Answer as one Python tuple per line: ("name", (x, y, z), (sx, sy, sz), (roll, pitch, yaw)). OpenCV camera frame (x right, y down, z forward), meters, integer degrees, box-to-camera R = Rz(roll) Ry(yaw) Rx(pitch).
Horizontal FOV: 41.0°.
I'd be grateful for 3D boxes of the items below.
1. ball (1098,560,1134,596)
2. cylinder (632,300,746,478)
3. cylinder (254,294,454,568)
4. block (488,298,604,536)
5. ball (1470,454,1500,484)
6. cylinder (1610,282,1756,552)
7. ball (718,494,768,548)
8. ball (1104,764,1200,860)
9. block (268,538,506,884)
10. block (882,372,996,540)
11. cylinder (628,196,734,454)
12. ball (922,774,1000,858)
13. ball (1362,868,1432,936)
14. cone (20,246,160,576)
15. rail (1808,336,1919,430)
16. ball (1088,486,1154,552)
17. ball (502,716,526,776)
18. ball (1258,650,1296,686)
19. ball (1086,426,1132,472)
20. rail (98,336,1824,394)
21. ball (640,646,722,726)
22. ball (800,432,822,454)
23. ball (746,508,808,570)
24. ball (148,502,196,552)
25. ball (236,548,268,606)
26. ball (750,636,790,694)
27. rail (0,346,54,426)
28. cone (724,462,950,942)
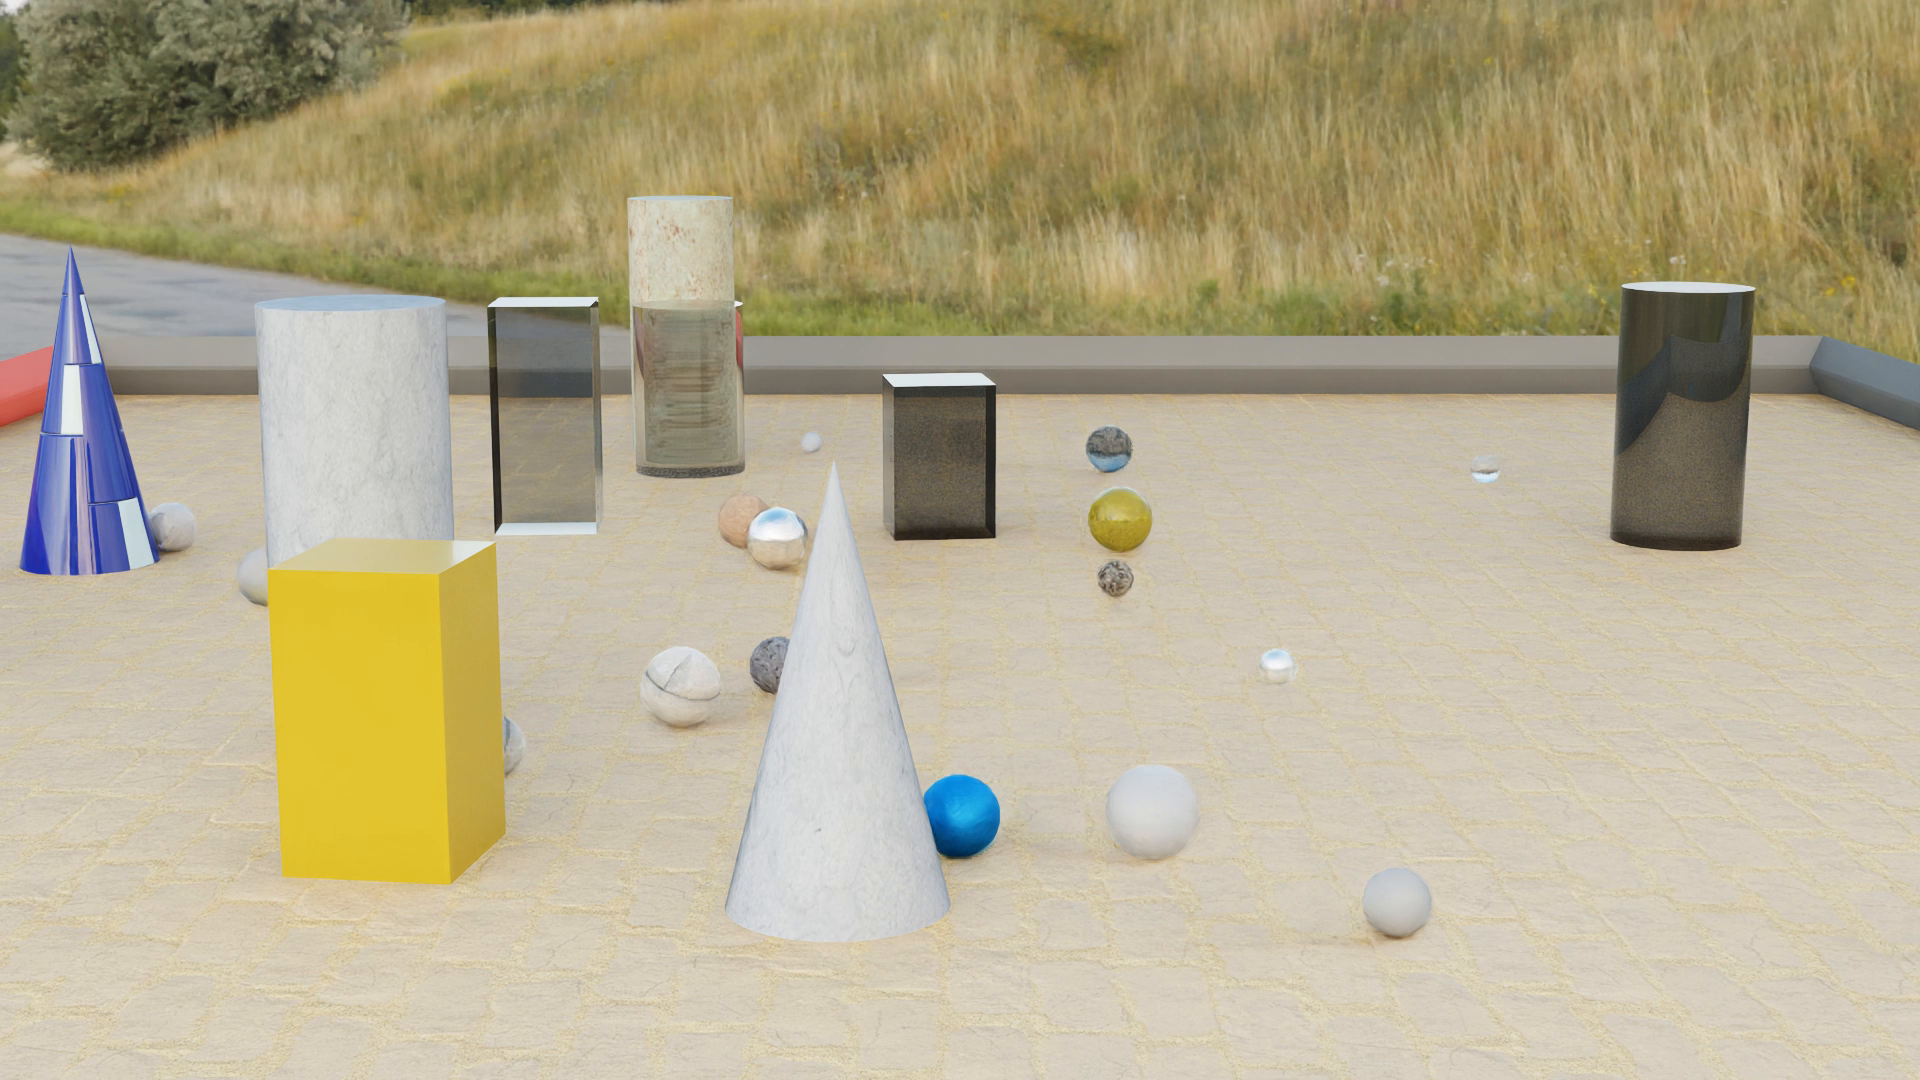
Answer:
("ball", (0.216, 0.054, 3.558), (0.050, 0.050, 0.050), (0, 10, 0))
("cylinder", (-0.491, -0.276, 4.649), (0.198, 0.302, 0.198), (0, 10, 0))
("cylinder", (-0.647, -0.017, 2.769), (0.198, 0.478, 0.198), (0, 10, 0))
("block", (-0.657, -0.199, 4.080), (0.159, 0.359, 0.159), (-1, 11, -3))
("ball", (0.926, -0.126, 4.524), (0.052, 0.052, 0.052), (0, 10, 0))
("cylinder", (1.113, -0.194, 3.956), (0.198, 0.392, 0.198), (0, 10, 0))
("ball", (-0.328, -0.029, 3.912), (0.084, 0.084, 0.084), (0, 10, 0))
("ball", (0.179, 0.252, 2.380), (0.089, 0.089, 0.089), (0, 10, 0))
("block", (-0.526, 0.154, 2.373), (0.159, 0.285, 0.159), (1, 11, 8))
("block", (-0.034, -0.133, 4.046), (0.159, 0.241, 0.159), (-1, 11, -8))
("cylinder", (-0.526, -0.406, 4.865), (0.198, 0.480, 0.198), (0, 10, 0))
("ball", (-0.001, 0.257, 2.389), (0.077, 0.077, 0.077), (0, 10, 0))
("ball", (0.370, 0.307, 2.172), (0.058, 0.058, 0.058), (0, 10, 0))
("cone", (-1.291, -0.199, 3.765), (0.198, 0.473, 0.198), (0, 10, 0))
("rail", (1.926, 0.031, 3.460), (0.045, 0.129, 4.674), (0, 10, 0))
("ball", (0.243, -0.032, 3.887), (0.099, 0.099, 0.099), (0, 10, 0))
("ball", (-0.483, 0.213, 2.652), (0.067, 0.067, 0.067), (0, 10, 0))
("ball", (0.377, 0.151, 3.050), (0.043, 0.043, 0.043), (0, 10, 0))
("ball", (0.271, -0.166, 4.650), (0.085, 0.085, 0.085), (0, 10, 0))
("rail", (-0.013, -0.388, 5.723), (3.898, 0.129, 0.045), (0, 10, 0))
("ball", (-0.311, 0.163, 2.860), (0.089, 0.089, 0.089), (0, 10, 0))
("ball", (-0.283, -0.185, 4.875), (0.041, 0.041, 0.041), (0, 10, 0))
("ball", (-0.266, -0.002, 3.749), (0.091, 0.091, 0.091), (0, 10, 0))
("ball", (-1.197, -0.020, 3.890), (0.075, 0.075, 0.075), (0, 10, 0))
("ball", (-0.945, 0.050, 3.497), (0.080, 0.080, 0.080), (0, 10, 0))
("ball", (-0.213, 0.147, 3.006), (0.068, 0.068, 0.068), (0, 10, 0))
("rail", (-1.926, 0.035, 3.438), (0.045, 0.129, 4.674), (0, 10, 0))
("cone", (-0.107, 0.126, 2.221), (0.198, 0.396, 0.198), (0, 10, 0))
